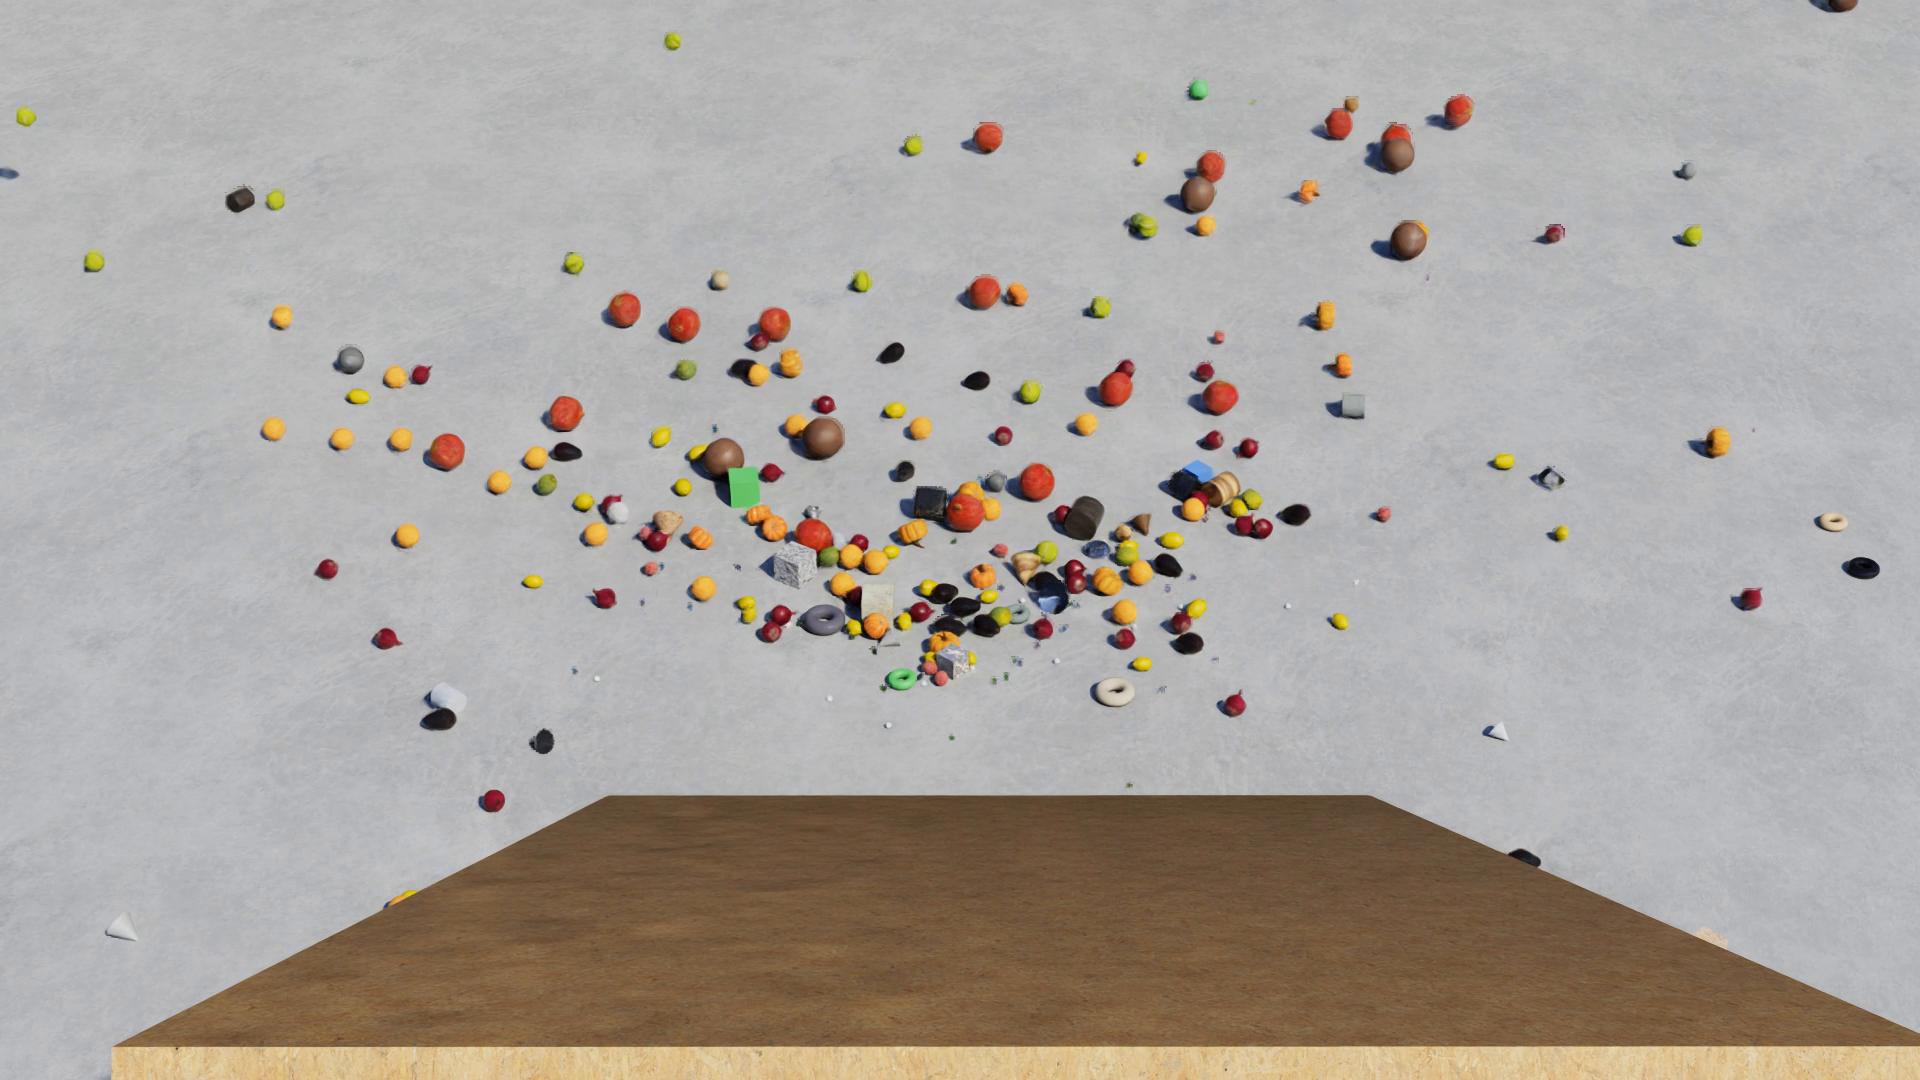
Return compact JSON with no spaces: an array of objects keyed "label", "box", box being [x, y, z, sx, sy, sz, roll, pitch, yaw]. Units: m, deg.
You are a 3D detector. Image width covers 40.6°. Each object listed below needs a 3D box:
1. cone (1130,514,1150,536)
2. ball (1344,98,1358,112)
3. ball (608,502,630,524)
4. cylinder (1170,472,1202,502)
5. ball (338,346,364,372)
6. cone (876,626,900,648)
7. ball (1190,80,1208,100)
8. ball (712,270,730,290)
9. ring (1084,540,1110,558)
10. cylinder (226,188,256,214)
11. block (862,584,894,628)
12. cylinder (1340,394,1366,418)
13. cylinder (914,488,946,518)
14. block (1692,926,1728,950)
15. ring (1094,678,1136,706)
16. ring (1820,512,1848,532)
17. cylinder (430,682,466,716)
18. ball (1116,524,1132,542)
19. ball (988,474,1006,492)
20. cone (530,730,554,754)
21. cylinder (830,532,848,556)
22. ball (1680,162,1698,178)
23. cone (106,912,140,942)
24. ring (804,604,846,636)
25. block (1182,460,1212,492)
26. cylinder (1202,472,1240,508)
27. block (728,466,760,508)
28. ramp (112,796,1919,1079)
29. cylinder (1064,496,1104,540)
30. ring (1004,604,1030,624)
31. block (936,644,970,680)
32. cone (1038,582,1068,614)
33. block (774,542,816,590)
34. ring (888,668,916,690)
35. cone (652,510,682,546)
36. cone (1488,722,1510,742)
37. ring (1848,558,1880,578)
[{"label":"cone","box":[0.564,-0.038,7.961,0.064,0.064,0.064,-11,63,-16]},{"label":"ball","box":[1.566,-1.740,10.393,0.056,0.056,0.056,0,35,0]},{"label":"ball","box":[-1.051,-0.083,7.992,0.068,0.068,0.068,0,35,0]},{"label":"cylinder","box":[0.704,-0.168,8.111,0.072,0.072,0.072,-27,43,-33]},{"label":"ball","box":[-2.047,-0.606,8.729,0.087,0.087,0.087,0,35,0]},{"label":"cone","box":[-0.214,0.292,7.485,0.063,0.063,0.063,-32,38,2]},{"label":"ball","box":[0.966,-1.818,10.486,0.078,0.078,0.078,0,35,0]},{"label":"ball","box":[-0.846,-0.921,9.201,0.068,0.068,0.068,0,35,0]},{"label":"ring","box":[0.417,0.028,7.868,0.079,0.026,0.079,0,33,0]},{"label":"cylinder","box":[-2.686,-1.269,9.695,0.075,0.075,0.075,24,41,30]},{"label":"block","box":[-0.239,0.193,7.574,0.091,0.091,0.091,0,35,1]},{"label":"cylinder","box":[1.287,-0.440,8.502,0.074,0.074,0.074,5,35,5]},{"label":"cylinder","box":[-0.091,-0.113,8.016,0.090,0.090,0.090,4,35,5]},{"label":"block","box":[1.841,1.012,6.409,0.071,0.071,0.071,-28,43,-34]},{"label":"ring","box":[0.435,0.426,7.286,0.113,0.038,0.113,0,34,0]},{"label":"ring","box":[2.686,-0.056,7.988,0.084,0.028,0.084,-1,34,1]},{"label":"cylinder","box":[-1.425,0.444,7.230,0.070,0.070,0.070,28,43,34]},{"label":"ball","box":[0.498,-0.021,7.917,0.051,0.051,0.051,0,35,0]},{"label":"ball","box":[0.114,-0.181,8.142,0.058,0.058,0.058,0,35,0]},{"label":"cone","box":[-1.158,0.553,7.109,0.065,0.065,0.065,-8,24,39]},{"label":"cylinder","box":[-0.366,0.012,7.870,0.050,0.050,0.050,-8,35,-11]},{"label":"ball","box":[2.783,-1.410,9.914,0.060,0.060,0.060,0,35,0]},{"label":"cone","box":[-2.077,0.980,6.489,0.074,0.074,0.074,39,45,7]},{"label":"ring","box":[-0.395,0.232,7.561,0.124,0.041,0.124,1,35,-1]},{"label":"block","box":[0.746,-0.199,8.162,0.066,0.066,0.066,-27,43,-33]},{"label":"cylinder","box":[0.811,-0.158,8.084,0.087,0.087,0.087,30,44,35]},{"label":"block","box":[-0.673,-0.164,8.090,0.089,0.089,0.089,-5,35,-7]},{"label":"ramp","box":[0.077,0.661,4.823,2.000,0.100,4.000,0,-2,0]},{"label":"cylinder","box":[0.382,-0.066,7.940,0.099,0.099,0.099,10,36,15]},{"label":"ring","box":[0.166,0.216,7.597,0.079,0.026,0.079,-1,35,1]},{"label":"block","box":[-0.020,0.345,7.376,0.065,0.065,0.065,28,43,34]},{"label":"cone","box":[0.296,0.167,7.652,0.096,0.096,0.096,19,12,25]},{"label":"block","box":[-0.491,0.075,7.744,0.090,0.090,0.090,20,40,27]},{"label":"ring","box":[-0.164,0.393,7.341,0.082,0.027,0.082,-1,35,1]},{"label":"cone","box":[-0.894,-0.025,7.931,0.095,0.095,0.095,-2,62,-2]},{"label":"cone","box":[1.491,0.536,7.138,0.054,0.054,0.054,46,50,13]},{"label":"ring","box":[2.709,0.084,7.784,0.094,0.031,0.094,1,33,0]}]
